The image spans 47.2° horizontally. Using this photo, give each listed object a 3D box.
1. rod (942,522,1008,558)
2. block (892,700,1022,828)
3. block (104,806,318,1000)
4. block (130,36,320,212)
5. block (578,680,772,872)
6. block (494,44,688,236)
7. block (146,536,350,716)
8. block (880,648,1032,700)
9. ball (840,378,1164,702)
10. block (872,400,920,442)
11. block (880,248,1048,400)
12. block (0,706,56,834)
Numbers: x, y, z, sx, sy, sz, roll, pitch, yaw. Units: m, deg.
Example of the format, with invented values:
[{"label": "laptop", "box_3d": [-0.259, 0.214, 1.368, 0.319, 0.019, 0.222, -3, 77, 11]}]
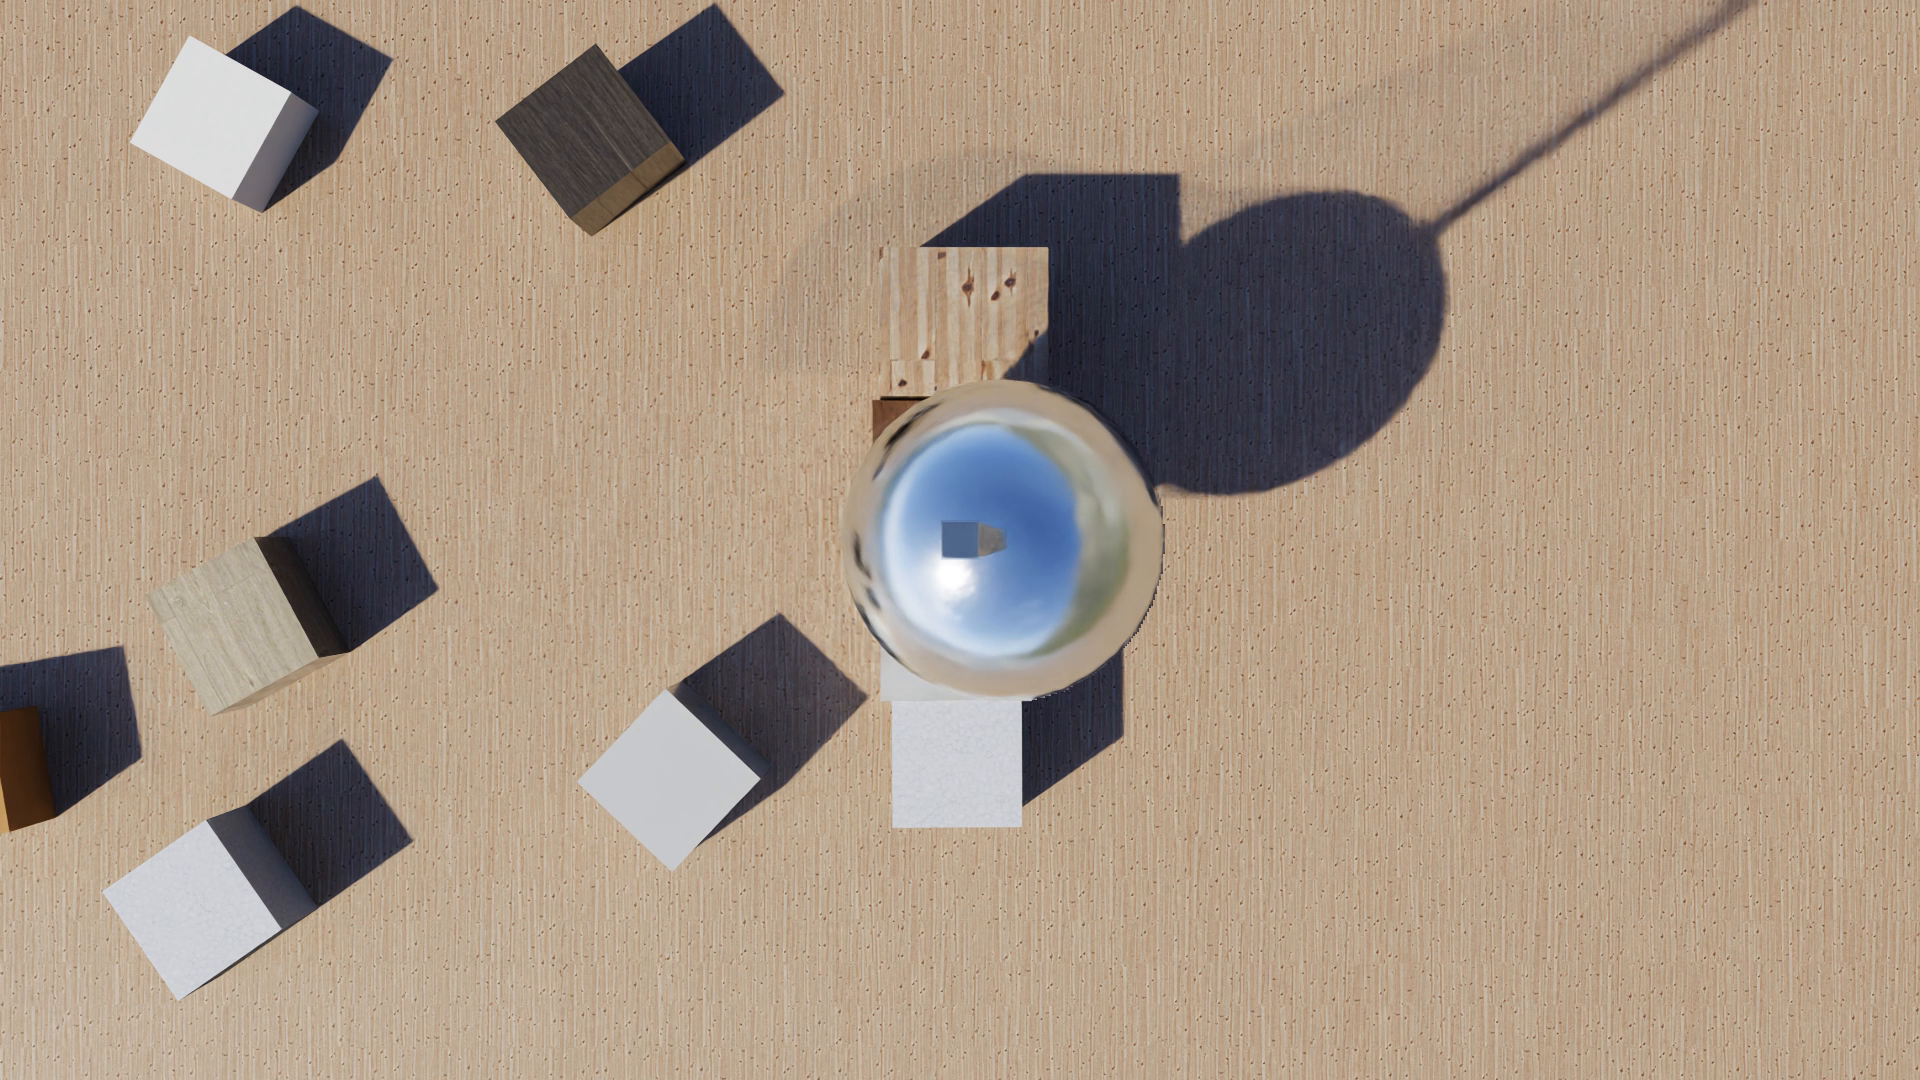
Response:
[{"label": "rod", "box_3d": [0.089, 0.000, 7.521, 0.080, 5.200, 0.080, 0, 90, 2]}, {"label": "block", "box_3d": [-0.016, 1.243, 12.610, 0.720, 0.779, 0.708, 0, 90, 0]}, {"label": "block", "box_3d": [-4.294, 2.071, 12.646, 0.704, 0.707, 0.745, -35, 90, 0]}, {"label": "block", "box_3d": [-4.244, -2.394, 12.726, 0.659, 0.549, 0.693, 29, 90, 0]}, {"label": "block", "box_3d": [-1.626, 1.341, 12.639, 0.731, 0.723, 0.718, 43, 90, 0]}, {"label": "block", "box_3d": [-2.104, -2.283, 12.635, 0.715, 0.729, 0.687, -38, 90, 0]}, {"label": "block", "box_3d": [-4.090, 0.487, 12.672, 0.696, 0.655, 0.773, -28, 90, 0]}, {"label": "block", "box_3d": [-0.024, 0.543, 12.591, 0.837, 0.819, 0.689, 0, 90, -1]}, {"label": "ball", "box_3d": [0.206, 0.000, 10.919, 1.600, 1.600, 1.600, 0, 90, 0]}, {"label": "block", "box_3d": [-0.007, -0.296, 12.553, 0.952, 0.894, 0.948, 0, 90, 0]}, {"label": "block", "box_3d": [0.020, -1.188, 12.485, 0.920, 1.030, 0.812, 0, 90, 0]}, {"label": "block", "box_3d": [-5.768, 1.374, 12.680, 0.747, 0.641, 0.673, -10, 90, 0]}]
